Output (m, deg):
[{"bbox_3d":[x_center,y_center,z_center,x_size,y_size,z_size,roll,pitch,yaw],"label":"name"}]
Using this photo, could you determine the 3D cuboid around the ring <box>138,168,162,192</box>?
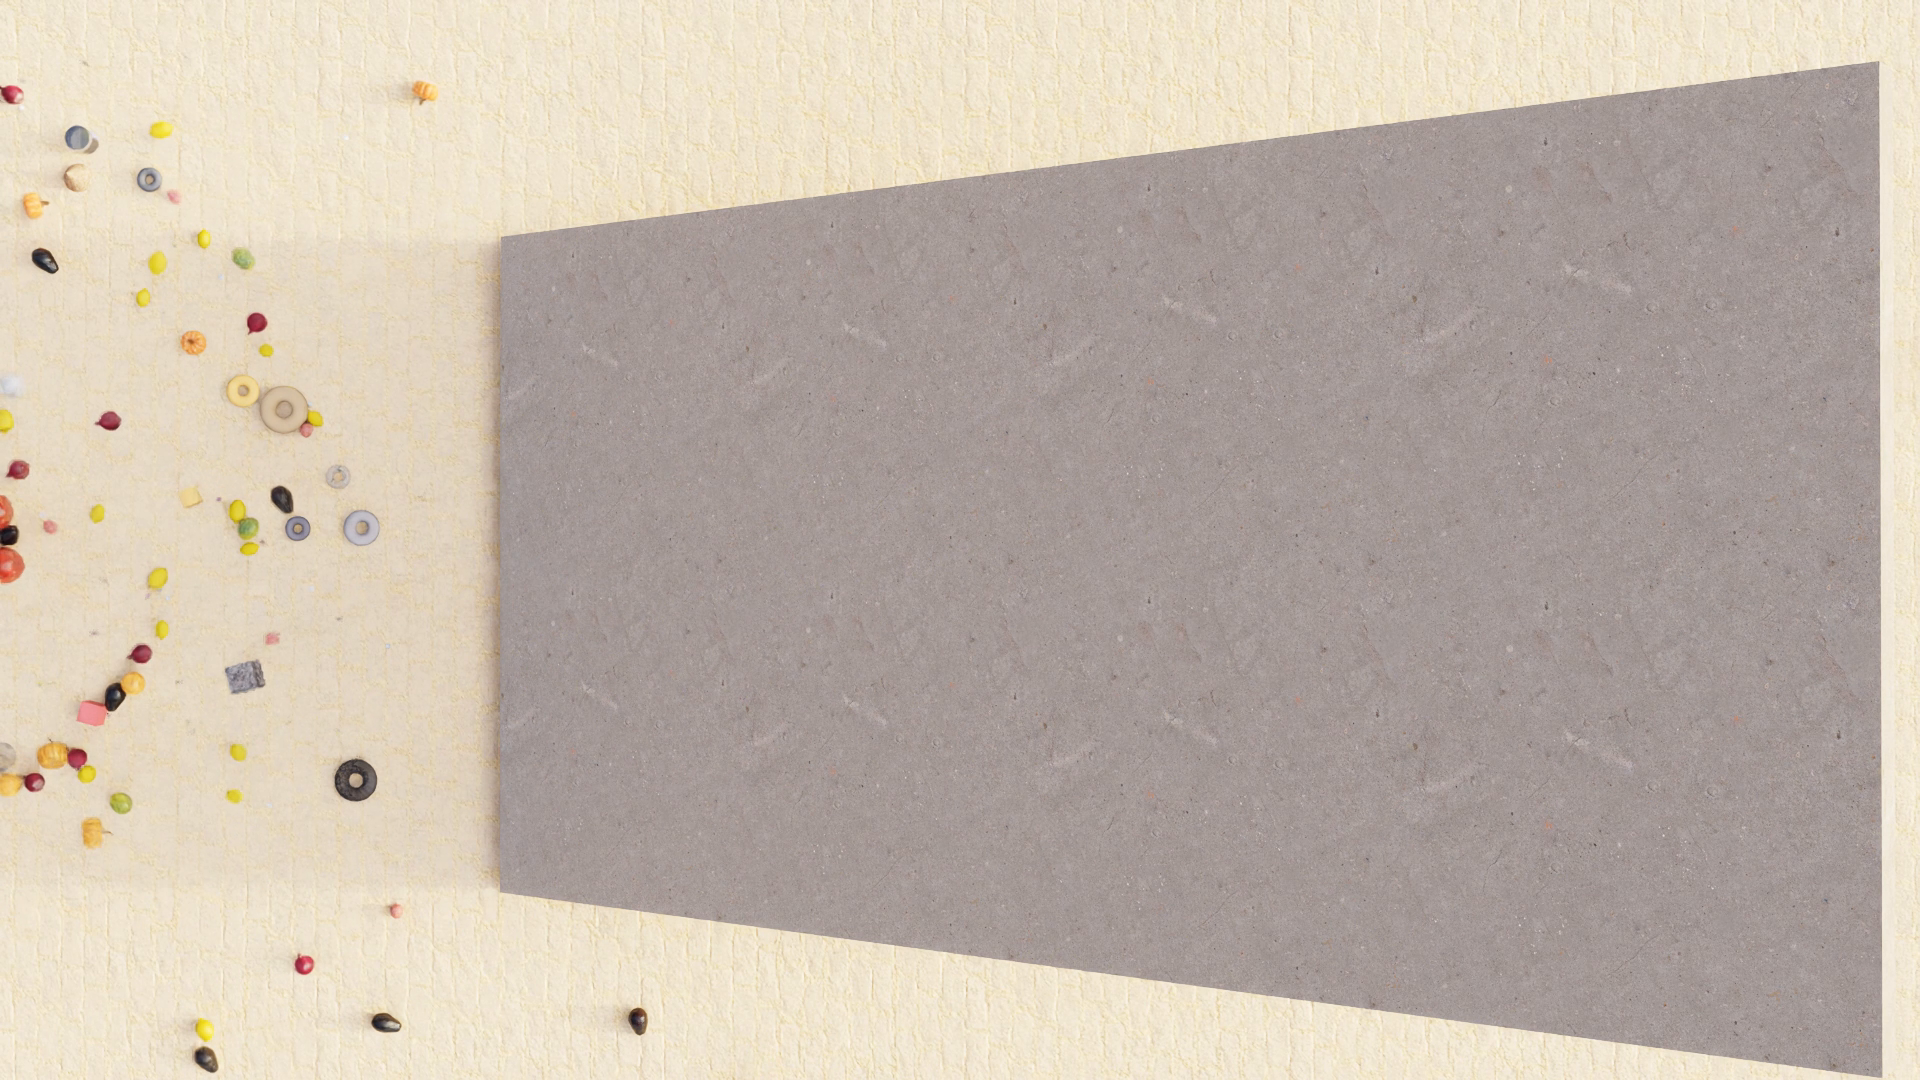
[{"bbox_3d":[-2.499,-1.111,6.782,0.077,0.026,0.077,0,91,0],"label":"ring"}]

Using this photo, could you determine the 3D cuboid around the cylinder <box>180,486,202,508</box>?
[{"bbox_3d":[-2.363,-0.132,6.761,0.052,0.052,0.052,-23,90,0],"label":"cylinder"}]

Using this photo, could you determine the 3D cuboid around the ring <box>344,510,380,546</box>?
[{"bbox_3d":[-1.842,-0.037,6.768,0.112,0.037,0.112,0,89,1],"label":"ring"}]

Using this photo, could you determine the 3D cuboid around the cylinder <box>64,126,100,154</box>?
[{"bbox_3d":[-2.697,-1.229,6.757,0.076,0.076,0.076,0,90,0],"label":"cylinder"}]

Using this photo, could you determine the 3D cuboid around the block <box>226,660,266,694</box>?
[{"bbox_3d":[-2.190,0.419,6.742,0.082,0.082,0.082,-15,90,0],"label":"block"}]

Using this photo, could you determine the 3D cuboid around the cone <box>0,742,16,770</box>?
[{"bbox_3d":[-2.954,0.667,6.737,0.088,0.088,0.088,0,90,0],"label":"cone"}]

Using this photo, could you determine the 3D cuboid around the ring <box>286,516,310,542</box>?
[{"bbox_3d":[-2.039,-0.035,6.774,0.078,0.026,0.078,0,88,0],"label":"ring"}]

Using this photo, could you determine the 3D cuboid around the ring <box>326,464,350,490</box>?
[{"bbox_3d":[-1.916,-0.194,6.775,0.078,0.026,0.078,0,90,-1],"label":"ring"}]

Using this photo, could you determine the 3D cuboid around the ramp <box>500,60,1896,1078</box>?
[{"bbox_3d":[0.234,0.065,5.554,4.000,0.100,2.000,0,89,37],"label":"ramp"}]

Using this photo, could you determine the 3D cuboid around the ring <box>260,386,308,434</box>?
[{"bbox_3d":[-2.080,-0.401,6.765,0.149,0.050,0.149,0,88,0],"label":"ring"}]

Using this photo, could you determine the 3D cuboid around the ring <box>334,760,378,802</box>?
[{"bbox_3d":[-1.857,0.739,6.760,0.131,0.044,0.131,0,90,-1],"label":"ring"}]

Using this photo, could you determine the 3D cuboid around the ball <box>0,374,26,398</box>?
[{"bbox_3d":[-2.909,-0.471,6.752,0.075,0.075,0.075,0,90,0],"label":"ball"}]

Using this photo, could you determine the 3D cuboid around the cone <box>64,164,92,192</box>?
[{"bbox_3d":[-2.725,-1.119,6.750,0.089,0.089,0.089,0,90,0],"label":"cone"}]

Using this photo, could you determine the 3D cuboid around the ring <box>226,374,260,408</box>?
[{"bbox_3d":[-2.209,-0.459,6.773,0.101,0.034,0.101,0,90,-1],"label":"ring"}]

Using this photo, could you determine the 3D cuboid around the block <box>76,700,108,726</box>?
[{"bbox_3d":[-2.662,0.532,6.751,0.062,0.062,0.062,16,90,0],"label":"block"}]
